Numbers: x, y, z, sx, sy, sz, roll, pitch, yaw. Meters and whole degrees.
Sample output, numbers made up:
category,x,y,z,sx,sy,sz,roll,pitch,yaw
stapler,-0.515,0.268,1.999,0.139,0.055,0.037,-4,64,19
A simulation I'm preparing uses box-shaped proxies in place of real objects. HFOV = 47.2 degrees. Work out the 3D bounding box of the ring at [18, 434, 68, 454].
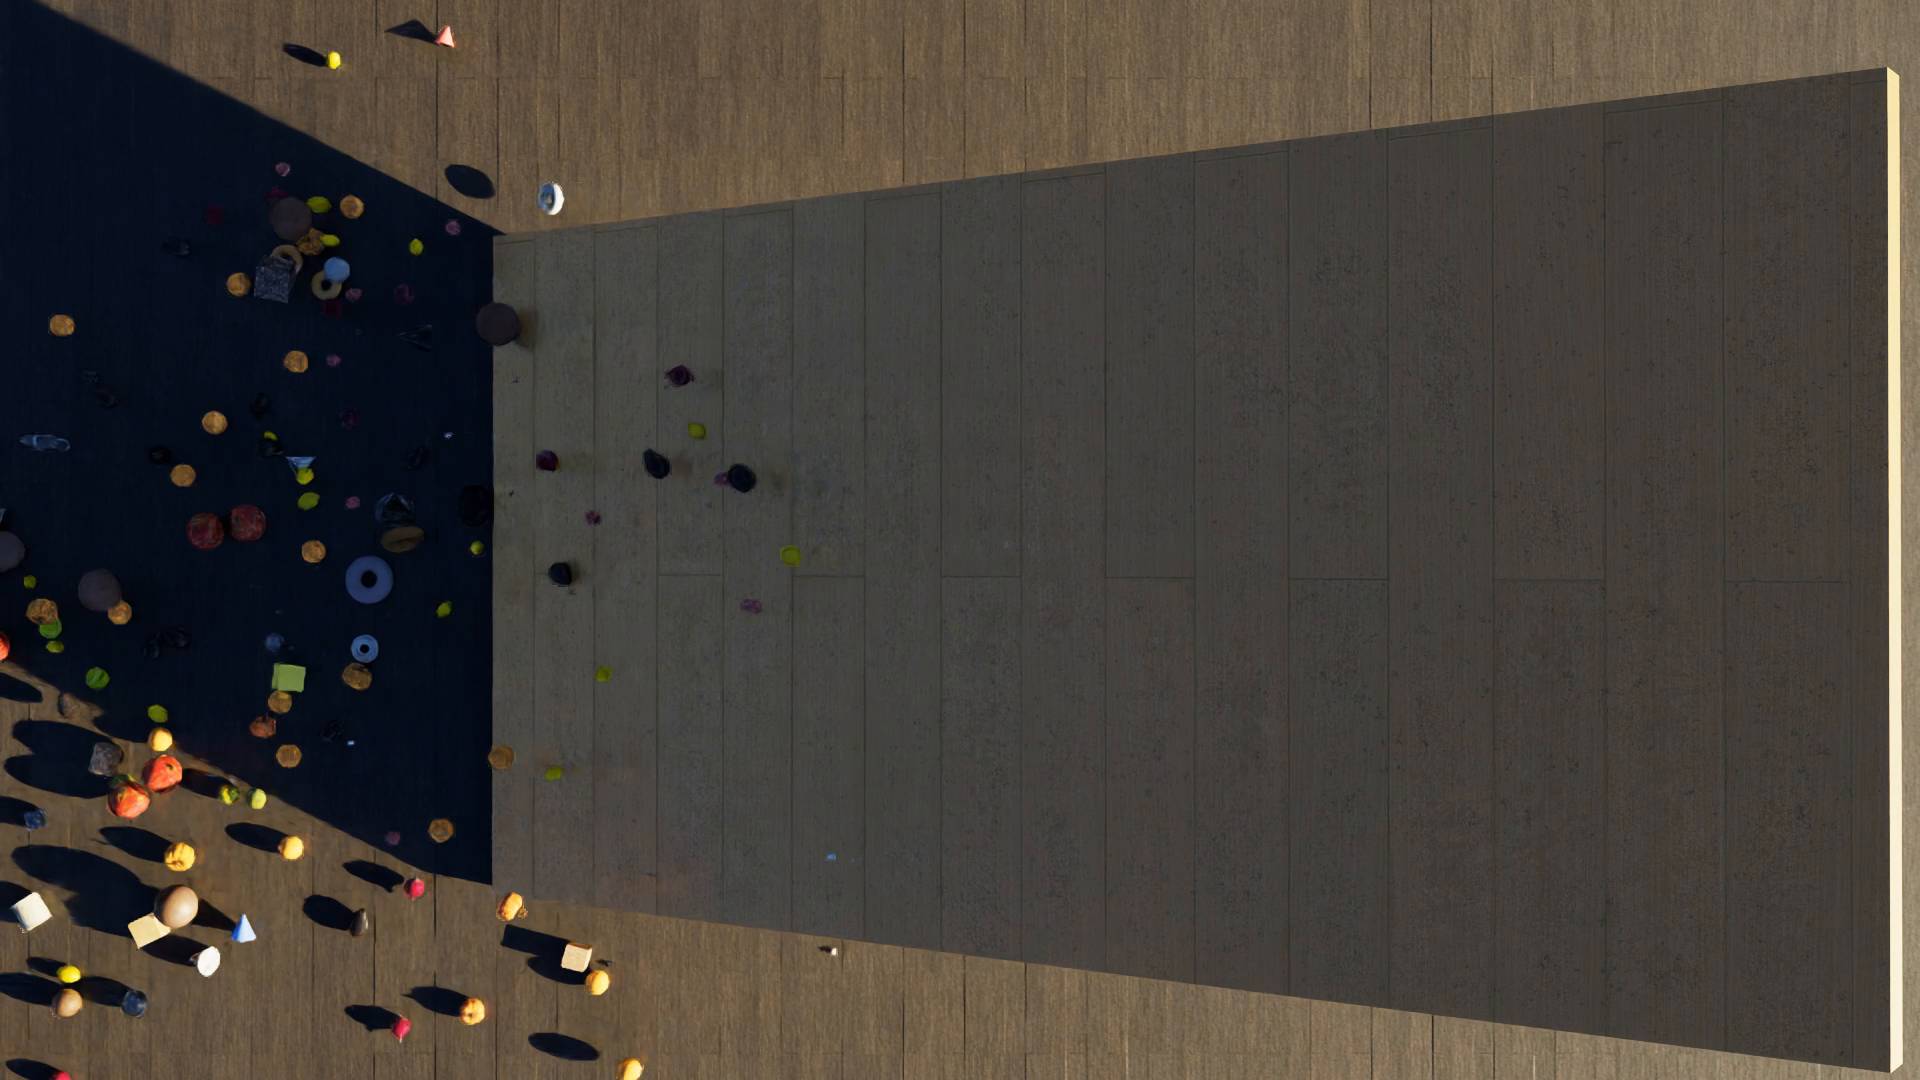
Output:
category,x,y,z,sx,sy,sz,roll,pitch,yaw
ring,-2.788,-0.294,6.692,0.145,0.145,0.048,6,87,0

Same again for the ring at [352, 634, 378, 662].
category,x,y,z,sx,sy,sz,roll,pitch,yaw
ring,-1.825,0.333,6.746,0.086,0.029,0.086,0,89,1

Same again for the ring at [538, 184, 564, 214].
category,x,y,z,sx,sy,sz,roll,pitch,yaw
ring,-1.243,-1.035,6.679,0.094,0.031,0.094,3,95,36

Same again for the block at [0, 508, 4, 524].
category,x,y,z,sx,sy,sz,roll,pitch,yaw
block,-2.989,-0.066,6.721,0.084,0.084,0.084,17,90,0

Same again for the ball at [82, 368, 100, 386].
category,x,y,z,sx,sy,sz,roll,pitch,yaw
ball,-2.665,-0.500,6.740,0.052,0.052,0.052,0,90,0

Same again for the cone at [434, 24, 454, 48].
category,x,y,z,sx,sy,sz,roll,pitch,yaw
cone,-1.574,-1.549,6.738,0.062,0.062,0.062,16,89,0

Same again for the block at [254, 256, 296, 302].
category,x,y,z,sx,sy,sz,roll,pitch,yaw
block,-2.083,-0.795,6.692,0.099,0.099,0.099,11,115,-9

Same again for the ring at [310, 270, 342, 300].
category,x,y,z,sx,sy,sz,roll,pitch,yaw
ring,-1.946,-0.782,6.753,0.094,0.031,0.094,0,89,-4

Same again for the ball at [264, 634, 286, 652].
category,x,y,z,sx,sy,sz,roll,pitch,yaw
ball,-2.097,0.315,6.730,0.060,0.060,0.060,0,90,0

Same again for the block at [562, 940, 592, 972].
category,x,y,z,sx,sy,sz,roll,pitch,yaw
block,-1.171,1.272,6.718,0.069,0.069,0.069,15,90,0

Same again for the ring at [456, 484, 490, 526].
category,x,y,z,sx,sy,sz,roll,pitch,yaw
ring,-1.482,-0.105,6.701,0.131,0.044,0.131,-1,88,37

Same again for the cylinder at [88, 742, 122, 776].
category,x,y,z,sx,sy,sz,roll,pitch,yaw
cylinder,-2.609,0.669,6.715,0.082,0.082,0.082,17,95,0

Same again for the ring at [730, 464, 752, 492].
category,x,y,z,sx,sy,sz,roll,pitch,yaw
ring,-0.607,-0.173,6.094,0.075,0.025,0.075,0,90,36

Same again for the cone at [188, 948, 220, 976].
category,x,y,z,sx,sy,sz,roll,pitch,yaw
cone,-2.331,1.284,6.733,0.086,0.086,0.086,4,90,27

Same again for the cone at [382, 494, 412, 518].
category,x,y,z,sx,sy,sz,roll,pitch,yaw
cone,-1.696,-0.083,6.667,0.083,0.083,0.083,30,90,-26

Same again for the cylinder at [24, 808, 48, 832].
category,x,y,z,sx,sy,sz,roll,pitch,yaw
cylinder,-2.826,0.855,6.723,0.060,0.060,0.060,-11,87,0

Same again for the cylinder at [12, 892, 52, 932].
category,x,y,z,sx,sy,sz,roll,pitch,yaw
cylinder,-2.834,1.135,6.710,0.086,0.086,0.086,-33,90,0

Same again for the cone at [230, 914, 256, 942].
category,x,y,z,sx,sy,sz,roll,pitch,yaw
cone,-2.186,1.176,6.710,0.077,0.077,0.077,4,98,0

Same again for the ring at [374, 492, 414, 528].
category,x,y,z,sx,sy,sz,roll,pitch,yaw
ring,-1.730,-0.088,6.724,0.123,0.041,0.123,-9,114,-21

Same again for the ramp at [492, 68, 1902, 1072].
category,x,y,z,sx,sy,sz,roll,pitch,yaw
ramp,0.243,0.067,5.567,4.000,0.100,2.000,0,89,35

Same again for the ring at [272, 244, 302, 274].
category,x,y,z,sx,sy,sz,roll,pitch,yaw
ring,-2.068,-0.858,6.752,0.103,0.034,0.103,0,88,2

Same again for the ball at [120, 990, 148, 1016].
category,x,y,z,sx,sy,sz,roll,pitch,yaw
ball,-2.519,1.413,6.711,0.081,0.081,0.081,0,90,0

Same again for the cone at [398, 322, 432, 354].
category,x,y,z,sx,sy,sz,roll,pitch,yaw
cone,-1.666,-0.619,6.686,0.096,0.096,0.096,0,89,-33

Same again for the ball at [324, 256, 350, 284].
category,x,y,z,sx,sy,sz,roll,pitch,yaw
ball,-1.901,-0.824,6.707,0.080,0.080,0.080,0,90,0

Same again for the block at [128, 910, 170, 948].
category,x,y,z,sx,sy,sz,roll,pitch,yaw
block,-2.475,1.186,6.714,0.079,0.079,0.079,-26,90,0

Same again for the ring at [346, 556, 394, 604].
category,x,y,z,sx,sy,sz,roll,pitch,yaw
ring,-1.809,0.121,6.737,0.150,0.050,0.150,0,87,3

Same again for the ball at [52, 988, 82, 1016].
category,x,y,z,sx,sy,sz,roll,pitch,yaw
ball,-2.726,1.411,6.709,0.086,0.086,0.086,0,90,0

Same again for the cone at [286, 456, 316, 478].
category,x,y,z,sx,sy,sz,roll,pitch,yaw
cone,-2.009,-0.241,6.747,0.078,0.078,0.078,-32,90,-26

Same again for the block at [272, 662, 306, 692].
category,x,y,z,sx,sy,sz,roll,pitch,yaw
block,-2.046,0.419,6.703,0.077,0.077,0.077,9,86,-29
